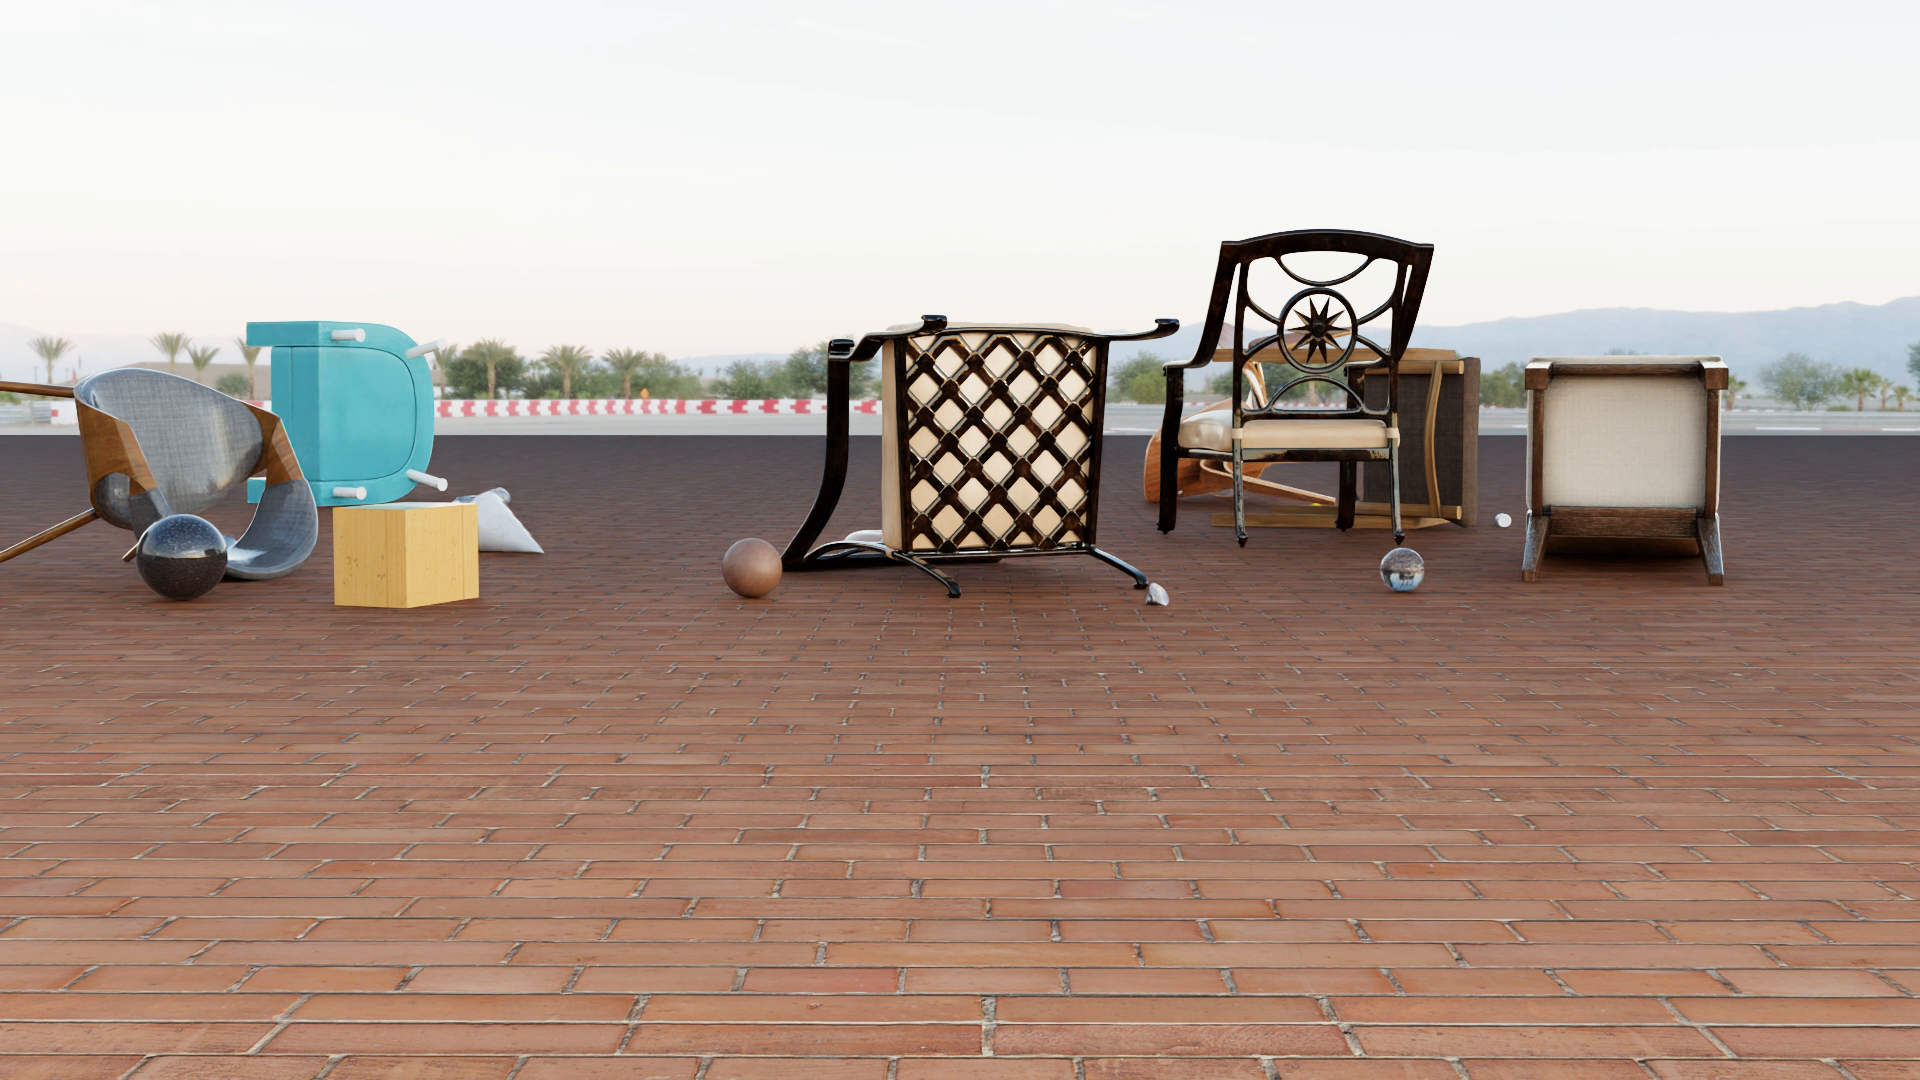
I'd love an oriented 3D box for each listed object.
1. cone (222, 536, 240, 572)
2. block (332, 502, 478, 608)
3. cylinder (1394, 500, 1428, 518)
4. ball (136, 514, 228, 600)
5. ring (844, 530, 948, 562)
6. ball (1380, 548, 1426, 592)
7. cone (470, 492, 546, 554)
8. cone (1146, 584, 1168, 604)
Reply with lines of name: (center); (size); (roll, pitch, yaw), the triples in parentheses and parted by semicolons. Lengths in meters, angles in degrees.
cone: (-1.835, 0.053, 5.475); (0.130, 0.083, 0.189); (-2, 17, -31)
block: (-1.170, 0.028, 4.656); (0.179, 0.202, 0.258); (2, 4, 22)
cylinder: (1.586, -0.111, 7.731); (0.066, 0.058, 0.111); (-2, 8, -31)
ball: (-1.650, 0.036, 4.665); (0.185, 0.185, 0.185); (0, 4, 0)
ring: (-0.169, 0.015, 5.796); (0.275, 0.074, 0.279); (-2, 4, -42)
ball: (0.980, 0.066, 4.868); (0.098, 0.098, 0.098); (0, 4, 0)
cone: (-1.231, -0.007, 6.036); (0.223, 0.180, 0.211); (24, 13, 15)
cone: (0.401, 0.123, 4.591); (0.038, 0.054, 0.082); (-37, -10, 23)
